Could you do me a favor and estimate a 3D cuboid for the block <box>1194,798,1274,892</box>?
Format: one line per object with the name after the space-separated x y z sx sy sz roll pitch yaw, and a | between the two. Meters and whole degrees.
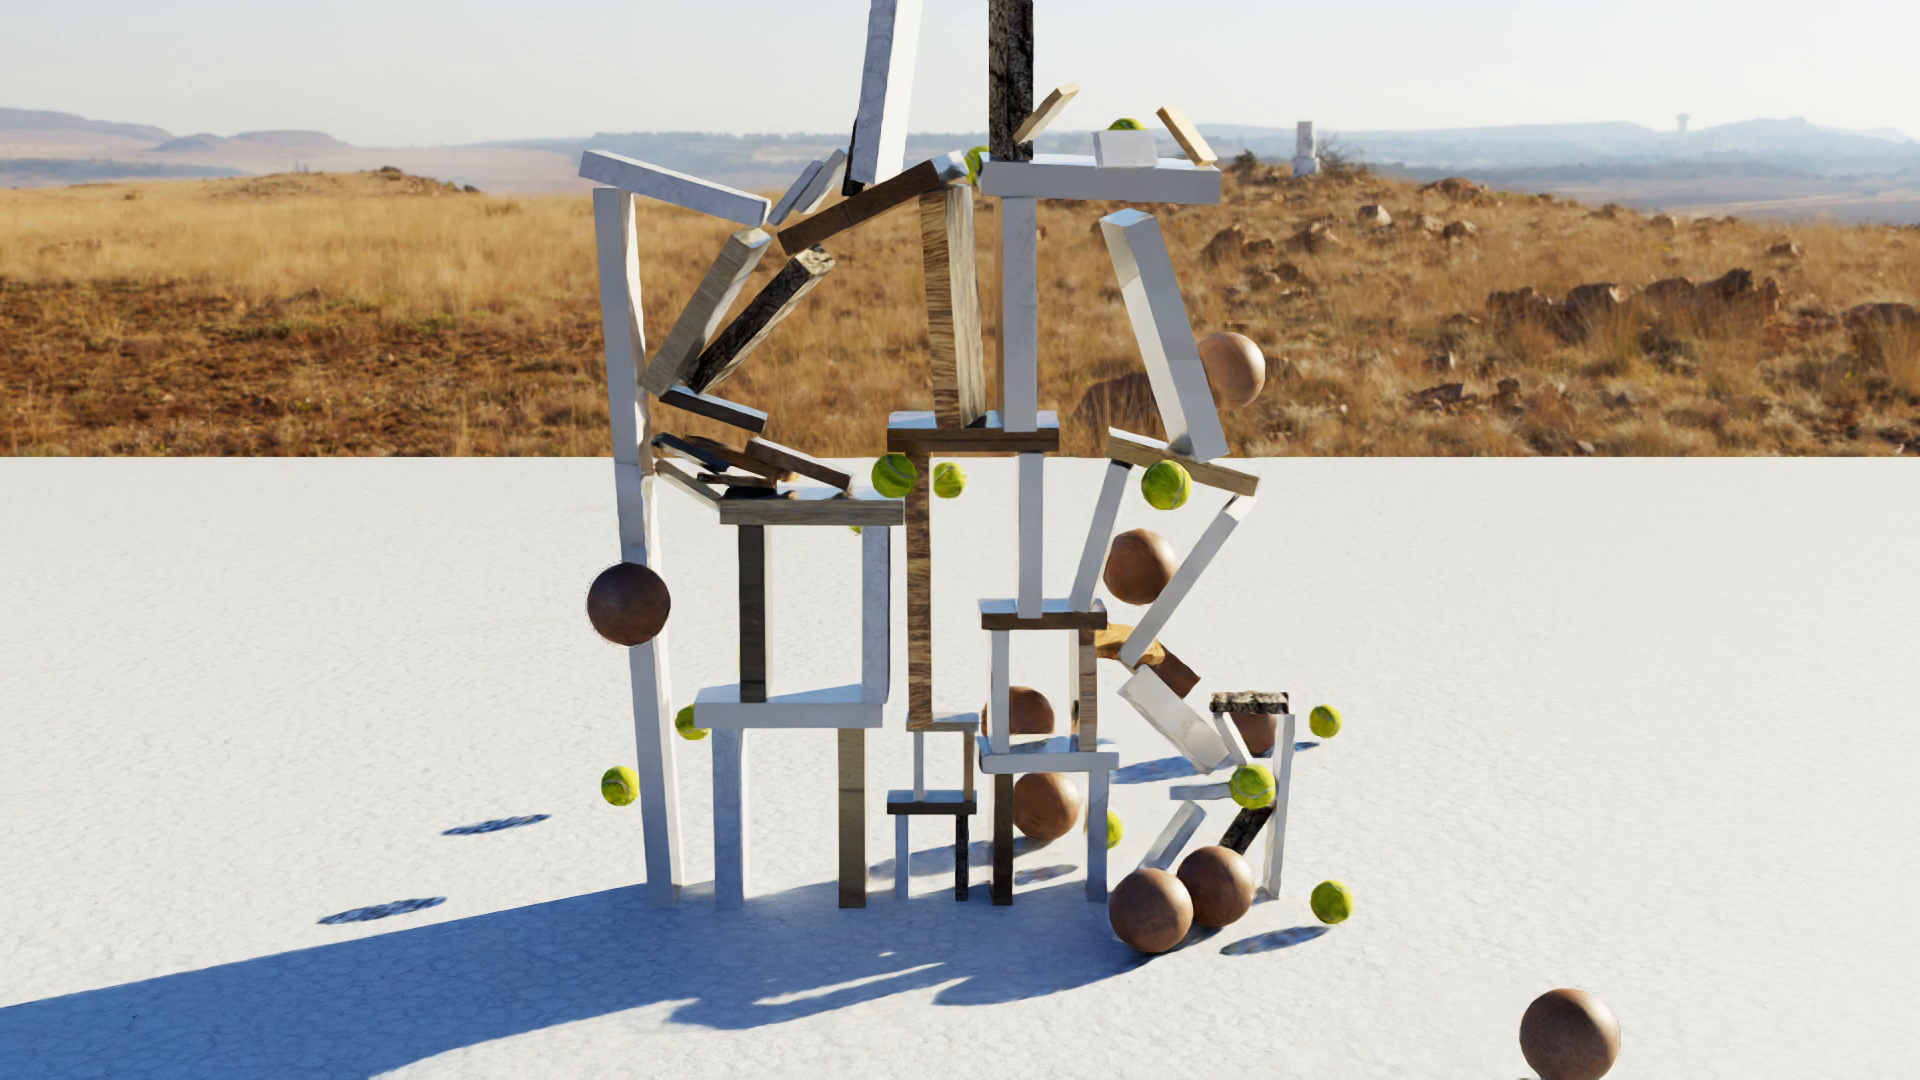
0.457 0.508 3.672 0.024 0.167 0.083 35 -3 -5 | block

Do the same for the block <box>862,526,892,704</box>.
-0.135 0.107 3.569 0.041 0.290 0.145 1 10 0 | block

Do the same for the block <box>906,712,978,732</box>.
-0.029 0.299 3.614 0.118 0.017 0.059 0 11 1 | block

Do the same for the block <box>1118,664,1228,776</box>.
0.360 0.301 3.689 0.069 0.206 0.020 -42 -7 -36 | block

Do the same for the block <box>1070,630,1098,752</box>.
0.202 0.234 3.608 0.029 0.204 0.102 -2 11 -5 | block

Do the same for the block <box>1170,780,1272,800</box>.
0.434 0.418 3.677 0.167 0.024 0.083 -2 -2 5 | block

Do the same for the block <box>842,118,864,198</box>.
-0.158 -0.600 3.443 0.017 0.122 0.060 15 16 11 | block

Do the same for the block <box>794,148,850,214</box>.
-0.212 -0.564 3.450 0.017 0.120 0.060 41 17 4 | block

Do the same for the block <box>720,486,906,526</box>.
-0.234 -0.056 3.544 0.290 0.041 0.145 0 10 1 | block

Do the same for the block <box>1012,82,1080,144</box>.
0.125 -0.623 3.208 0.107 0.015 0.054 -44 -7 36 | block

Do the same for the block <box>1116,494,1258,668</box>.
0.369 0.062 3.585 0.035 0.320 0.122 37 27 7 | block

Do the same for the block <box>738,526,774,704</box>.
-0.331 0.106 3.575 0.041 0.290 0.145 0 10 0 | block

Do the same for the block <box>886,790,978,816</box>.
-0.046 0.434 3.639 0.148 0.021 0.074 0 11 0 | block

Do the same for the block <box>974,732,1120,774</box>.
0.142 0.351 3.627 0.226 0.032 0.113 -1 11 -6 | block

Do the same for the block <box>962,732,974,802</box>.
0.013 0.365 3.627 0.017 0.118 0.059 0 11 -3 | block

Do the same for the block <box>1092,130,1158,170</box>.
0.245 -0.577 3.251 0.107 0.054 0.015 -8 0 -36 | block

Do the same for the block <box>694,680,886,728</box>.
-0.276 0.269 3.613 0.304 0.043 0.152 0 10 0 | block

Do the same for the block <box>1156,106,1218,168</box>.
0.349 -0.620 3.377 0.015 0.107 0.054 -41 -11 32 | block

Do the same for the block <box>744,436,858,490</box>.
-0.256 -0.123 3.549 0.175 0.025 0.088 20 6 2 | block

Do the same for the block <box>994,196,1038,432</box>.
0.086 -0.363 3.439 0.051 0.359 0.180 -2 15 -3 | block

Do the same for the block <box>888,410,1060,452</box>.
0.022 -0.173 3.500 0.268 0.038 0.134 0 15 0 | block

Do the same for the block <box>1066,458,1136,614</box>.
0.230 -0.013 3.546 0.035 0.244 0.122 17 13 7 | block

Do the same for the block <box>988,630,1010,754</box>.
0.063 0.236 3.597 0.029 0.204 0.102 -1 11 -3 | block

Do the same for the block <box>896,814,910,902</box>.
-0.096 0.517 3.656 0.021 0.148 0.074 0 11 0 | block

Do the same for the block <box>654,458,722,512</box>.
-0.438 -0.089 3.551 0.118 0.017 0.059 31 -14 6 | block

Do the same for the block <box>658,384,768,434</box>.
-0.406 -0.219 3.625 0.175 0.025 0.088 18 9 -5 | block

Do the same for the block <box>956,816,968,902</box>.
0.003 0.517 3.655 0.021 0.148 0.074 0 11 1 | block

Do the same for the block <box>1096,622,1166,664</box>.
0.275 0.173 3.714 0.138 0.020 0.069 8 39 -29 | block

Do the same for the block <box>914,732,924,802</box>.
-0.067 0.365 3.628 0.017 0.118 0.059 0 11 1 | block

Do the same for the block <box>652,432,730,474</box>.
-0.434 -0.140 3.538 0.118 0.017 0.059 25 -12 -21 | block

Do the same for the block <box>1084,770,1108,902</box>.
0.226 0.475 3.665 0.032 0.226 0.113 0 11 0 | block

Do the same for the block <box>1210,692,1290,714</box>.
0.478 0.268 3.625 0.127 0.018 0.063 -1 11 11 | block

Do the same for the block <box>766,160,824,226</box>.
-0.256 -0.544 3.443 0.017 0.120 0.060 40 13 -2 | block

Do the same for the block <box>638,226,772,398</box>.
-0.405 -0.367 3.507 0.041 0.286 0.143 35 17 -2 | block

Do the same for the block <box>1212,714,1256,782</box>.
0.457 0.335 3.670 0.018 0.127 0.063 -25 18 14 | block

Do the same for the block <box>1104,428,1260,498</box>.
0.354 -0.126 3.531 0.244 0.035 0.122 16 10 1 | block

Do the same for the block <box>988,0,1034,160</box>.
0.077 -0.730 3.353 0.041 0.286 0.143 -3 15 -10 | block

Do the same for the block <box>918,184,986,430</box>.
-0.010 -0.365 3.432 0.040 0.366 0.142 0 14 17 | block

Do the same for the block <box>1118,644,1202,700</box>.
0.343 0.222 3.817 0.138 0.069 0.020 41 -17 9 | block

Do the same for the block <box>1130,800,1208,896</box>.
0.347 0.510 3.669 0.024 0.167 0.083 36 -1 -6 | block

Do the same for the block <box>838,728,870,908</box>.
-0.176 0.439 3.646 0.043 0.304 0.152 0 10 0 | block

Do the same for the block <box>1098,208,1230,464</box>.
0.319 -0.322 3.445 0.051 0.387 0.180 -20 15 -4 | block

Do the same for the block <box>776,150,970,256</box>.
-0.136 -0.529 3.459 0.284 0.040 0.142 -22 7 23 | block

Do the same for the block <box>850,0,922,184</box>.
-0.113 -0.704 3.404 0.041 0.290 0.143 11 15 12 | block

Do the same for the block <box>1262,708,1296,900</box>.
0.528 0.433 3.644 0.018 0.317 0.063 3 10 -3 | block

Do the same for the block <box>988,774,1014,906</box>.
0.067 0.479 3.646 0.032 0.226 0.113 0 11 -4 | block

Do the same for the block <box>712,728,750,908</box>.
-0.379 0.439 3.646 0.043 0.304 0.152 0 10 0 | block

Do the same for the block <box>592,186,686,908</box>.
-0.517 0.017 3.565 0.041 1.165 0.143 -3 10 1 | block

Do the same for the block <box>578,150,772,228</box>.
-0.445 -0.553 3.456 0.286 0.041 0.143 16 10 -2 | block

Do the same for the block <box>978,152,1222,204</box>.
0.210 -0.560 3.396 0.359 0.051 0.180 2 15 -2 | block

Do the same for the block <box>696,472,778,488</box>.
-0.363 -0.096 3.574 0.118 0.017 0.059 5 1 25 | block

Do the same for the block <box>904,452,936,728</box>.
-0.063 0.068 3.563 0.038 0.455 0.134 0 13 2 | block

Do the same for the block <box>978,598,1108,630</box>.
0.133 0.120 3.581 0.204 0.029 0.102 -1 11 -3 | block

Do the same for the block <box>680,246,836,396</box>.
-0.328 -0.359 3.583 0.284 0.040 0.142 -44 2 19 | block

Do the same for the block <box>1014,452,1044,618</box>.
0.110 -0.022 3.526 0.038 0.268 0.134 0 15 -1 | block

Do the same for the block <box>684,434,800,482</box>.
-0.358 -0.133 3.594 0.175 0.025 0.088 19 5 20 | block
